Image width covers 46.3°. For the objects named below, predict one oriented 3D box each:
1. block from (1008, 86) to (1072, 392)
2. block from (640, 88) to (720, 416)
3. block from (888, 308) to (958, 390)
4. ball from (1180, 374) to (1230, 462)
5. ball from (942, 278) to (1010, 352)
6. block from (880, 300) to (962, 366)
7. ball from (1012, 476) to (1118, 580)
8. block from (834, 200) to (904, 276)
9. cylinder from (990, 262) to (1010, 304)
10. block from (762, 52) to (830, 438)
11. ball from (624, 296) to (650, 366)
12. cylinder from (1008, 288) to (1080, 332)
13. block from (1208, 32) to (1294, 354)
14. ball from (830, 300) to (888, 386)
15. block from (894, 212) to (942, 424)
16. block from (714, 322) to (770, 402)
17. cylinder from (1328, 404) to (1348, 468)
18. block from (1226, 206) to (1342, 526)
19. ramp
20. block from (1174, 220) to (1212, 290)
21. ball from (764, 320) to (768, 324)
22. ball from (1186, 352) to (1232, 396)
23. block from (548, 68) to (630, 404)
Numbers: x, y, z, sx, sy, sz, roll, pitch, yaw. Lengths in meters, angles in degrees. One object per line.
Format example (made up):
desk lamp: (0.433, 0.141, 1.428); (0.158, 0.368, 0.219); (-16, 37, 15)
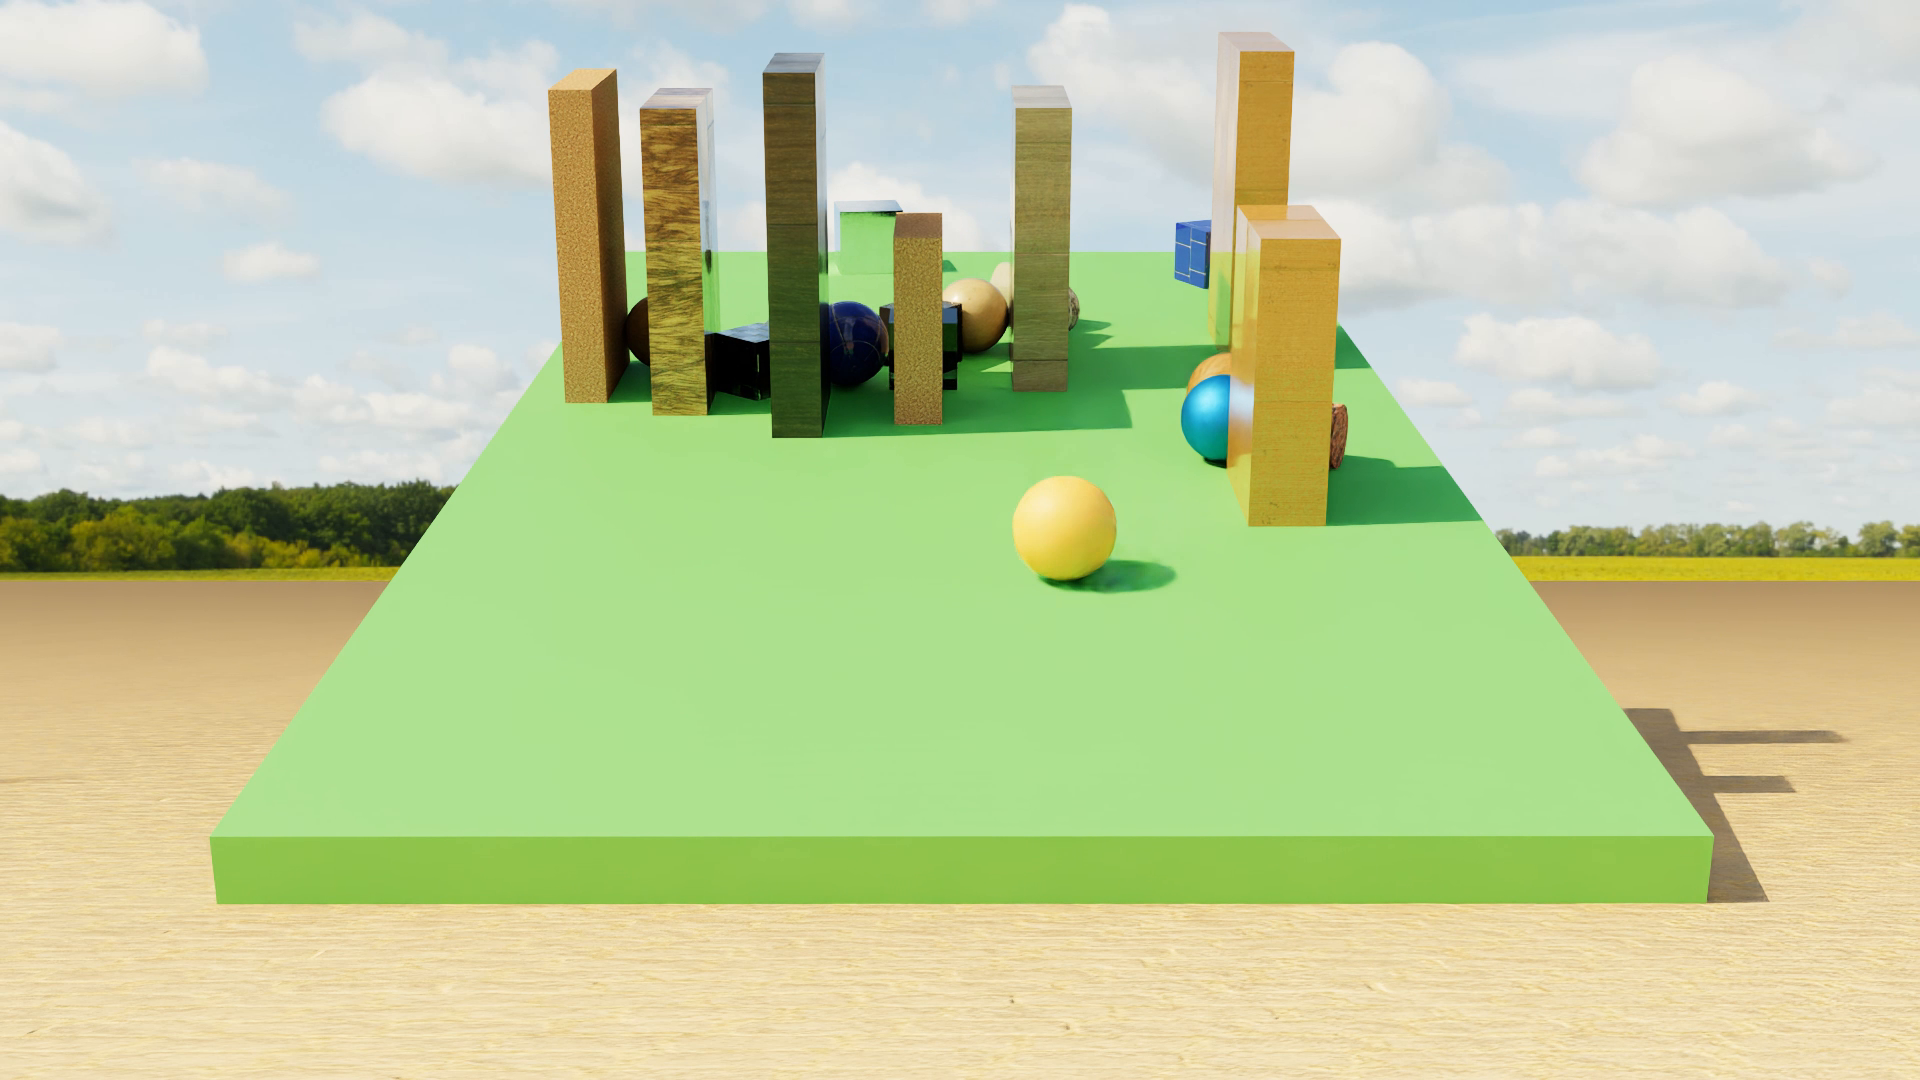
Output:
block: (0.185, -0.716, 5.283); (0.126, 0.650, 0.406); (0, 18, 0)
block: (-0.623, -0.652, 5.046); (0.121, 0.677, 0.349); (0, 18, 0)
block: (-0.085, -0.448, 5.257); (0.158, 0.158, 0.158); (0, 18, 0)
ball: (0.546, -0.251, 4.631); (0.181, 0.181, 0.181); (0, -1, 0)
ball: (0.029, -0.554, 5.531); (0.185, 0.185, 0.185); (0, -1, 0)
block: (-0.095, -0.498, 5.428); (0.143, 0.143, 0.143); (12, 22, 32)
ball: (0.184, -0.021, 3.934); (0.185, 0.185, 0.185); (0, -1, 0)
block: (-0.266, -0.880, 6.512); (0.182, 0.182, 0.182); (-3, 19, -8)
cylinder: (0.179, -0.634, 5.815); (0.159, 0.159, 0.159); (9, 3, 24)
block: (-0.350, -0.644, 4.868); (0.107, 0.773, 0.368); (0, 18, 0)
ball: (-0.711, -0.500, 5.372); (0.182, 0.182, 0.182); (0, -1, 0)
cylinder: (0.209, -0.571, 5.645); (0.143, 0.143, 0.143); (0, 16, 26)
block: (0.704, -0.833, 5.471); (0.125, 0.754, 0.440); (0, 18, 0)
ball: (-0.263, -0.458, 5.222); (0.198, 0.198, 0.198); (0, -1, 0)
block: (-0.091, -0.497, 4.998); (0.104, 0.414, 0.303); (0, 18, 0)
block: (-0.466, -0.412, 5.178); (0.138, 0.138, 0.138); (17, 25, 40)
cylinder: (0.716, -0.220, 4.612); (0.134, 0.134, 0.134); (8, 2, 22)
block: (0.618, -0.341, 4.321); (0.146, 0.549, 0.351); (0, 18, 0)
ramp: (-0.004, -0.191, 4.894); (2.000, 0.100, 4.000); (0, 18, 0)
block: (0.719, -0.811, 6.342); (0.161, 0.161, 0.161); (-9, 20, -25)
ball: (-0.410, -0.462, 5.312); (0.148, 0.148, 0.148); (0, -1, 0)
ball: (0.577, -0.309, 4.801); (0.184, 0.184, 0.184); (0, -1, 0)
block: (-0.848, -0.705, 5.163); (0.094, 0.703, 0.392); (0, 18, 0)
